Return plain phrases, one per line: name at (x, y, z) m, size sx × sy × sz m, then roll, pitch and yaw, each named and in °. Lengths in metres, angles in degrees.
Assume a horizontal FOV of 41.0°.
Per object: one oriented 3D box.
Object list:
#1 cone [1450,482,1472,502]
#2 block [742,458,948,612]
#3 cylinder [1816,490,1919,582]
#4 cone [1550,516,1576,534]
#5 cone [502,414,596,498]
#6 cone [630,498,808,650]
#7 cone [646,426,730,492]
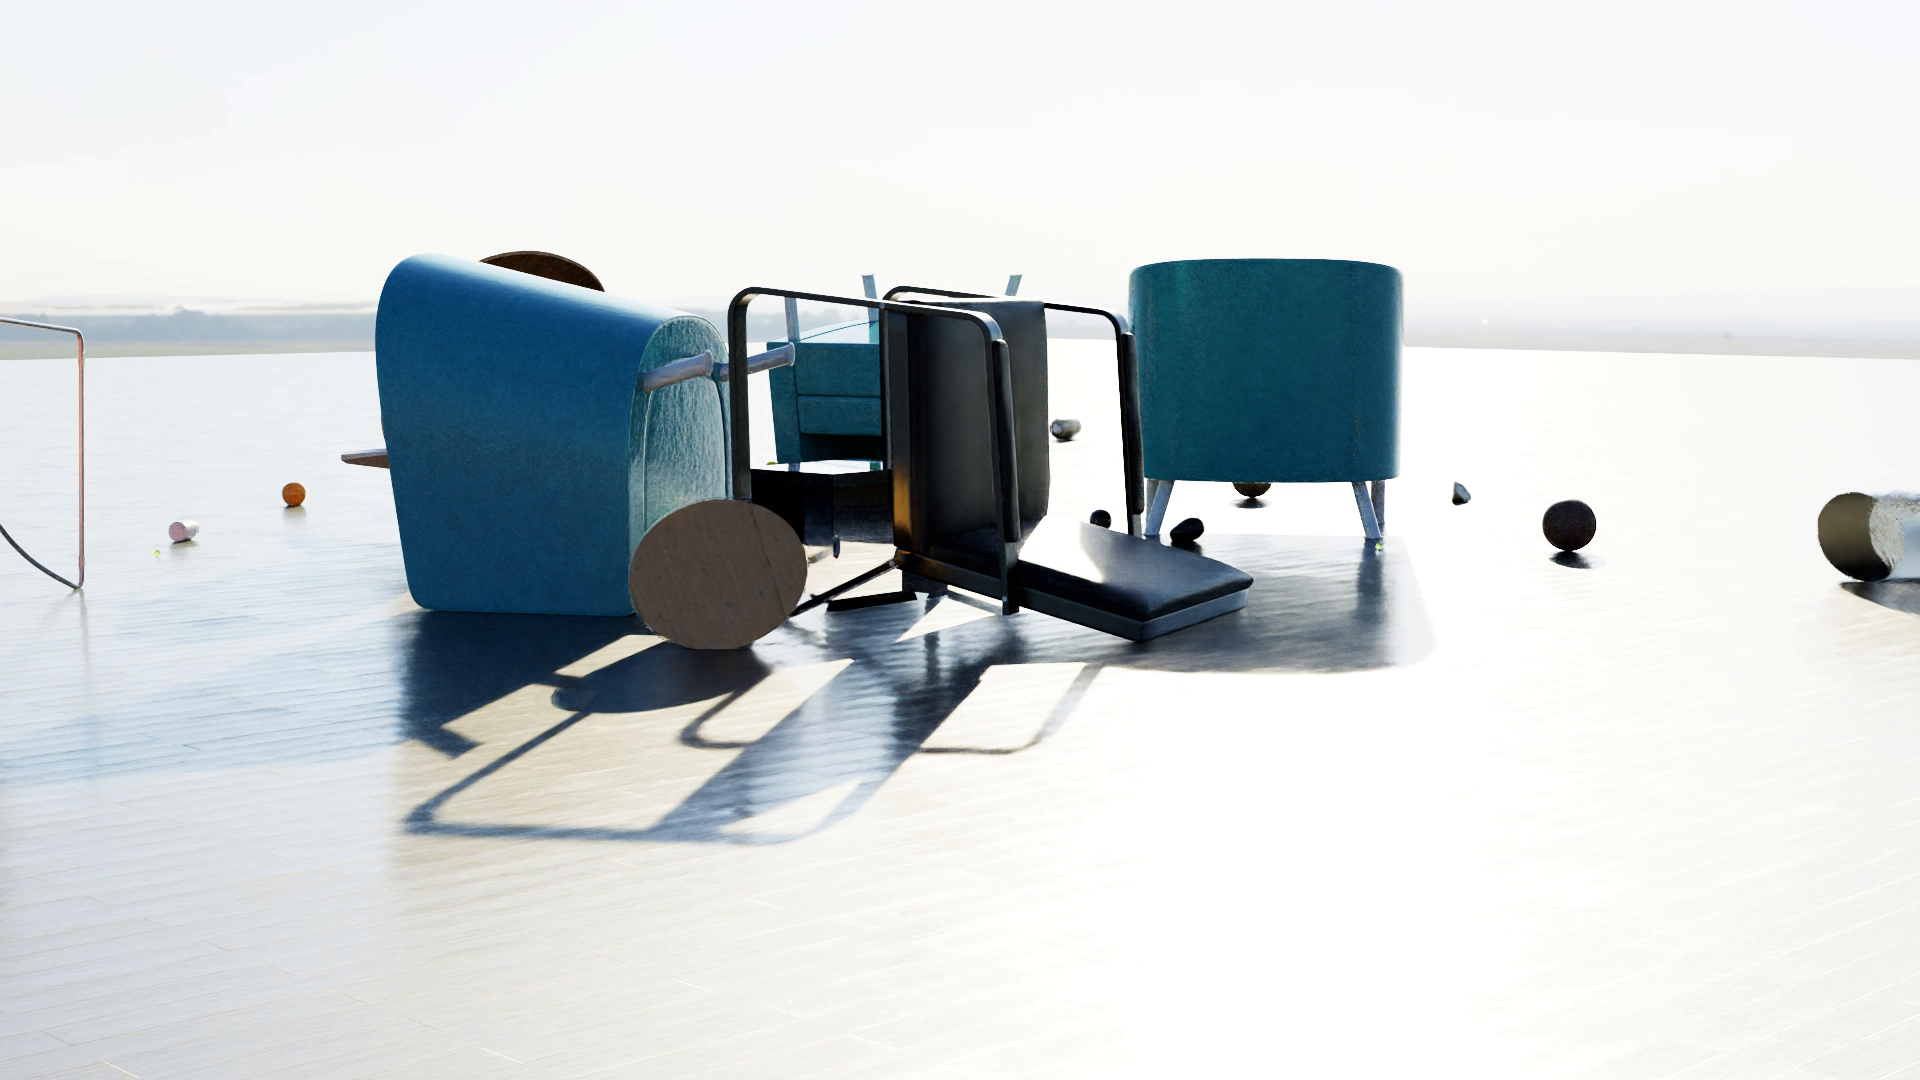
cone at (1.454, -0.128, 7.512) m, size 0.047 × 0.076 × 0.084 m, roll -42°, pitch -27°, yaw 30°
block at (-0.233, -0.016, 5.236) m, size 0.256 × 0.272 × 0.343 m, roll 5°, pitch 8°, yaw 40°
cylinder at (2.090, -0.012, 5.597) m, size 0.308 × 0.191 × 0.289 m, roll -2°, pitch 11°, yaw -19°
cone at (1.543, -0.031, 6.603) m, size 0.062 × 0.047 × 0.063 m, roll -9°, pitch -10°, yaw -45°
cone at (-1.262, -0.187, 7.612) m, size 0.234 × 0.312 × 0.267 m, roll -33°, pitch 39°, yaw 2°
cone at (-0.454, 0.108, 4.727) m, size 0.320 × 0.276 × 0.348 m, roll -16°, pitch -13°, yaw -13°
cone at (-0.809, -0.200, 7.864) m, size 0.231 × 0.211 × 0.242 m, roll 26°, pitch -31°, yaw 2°
